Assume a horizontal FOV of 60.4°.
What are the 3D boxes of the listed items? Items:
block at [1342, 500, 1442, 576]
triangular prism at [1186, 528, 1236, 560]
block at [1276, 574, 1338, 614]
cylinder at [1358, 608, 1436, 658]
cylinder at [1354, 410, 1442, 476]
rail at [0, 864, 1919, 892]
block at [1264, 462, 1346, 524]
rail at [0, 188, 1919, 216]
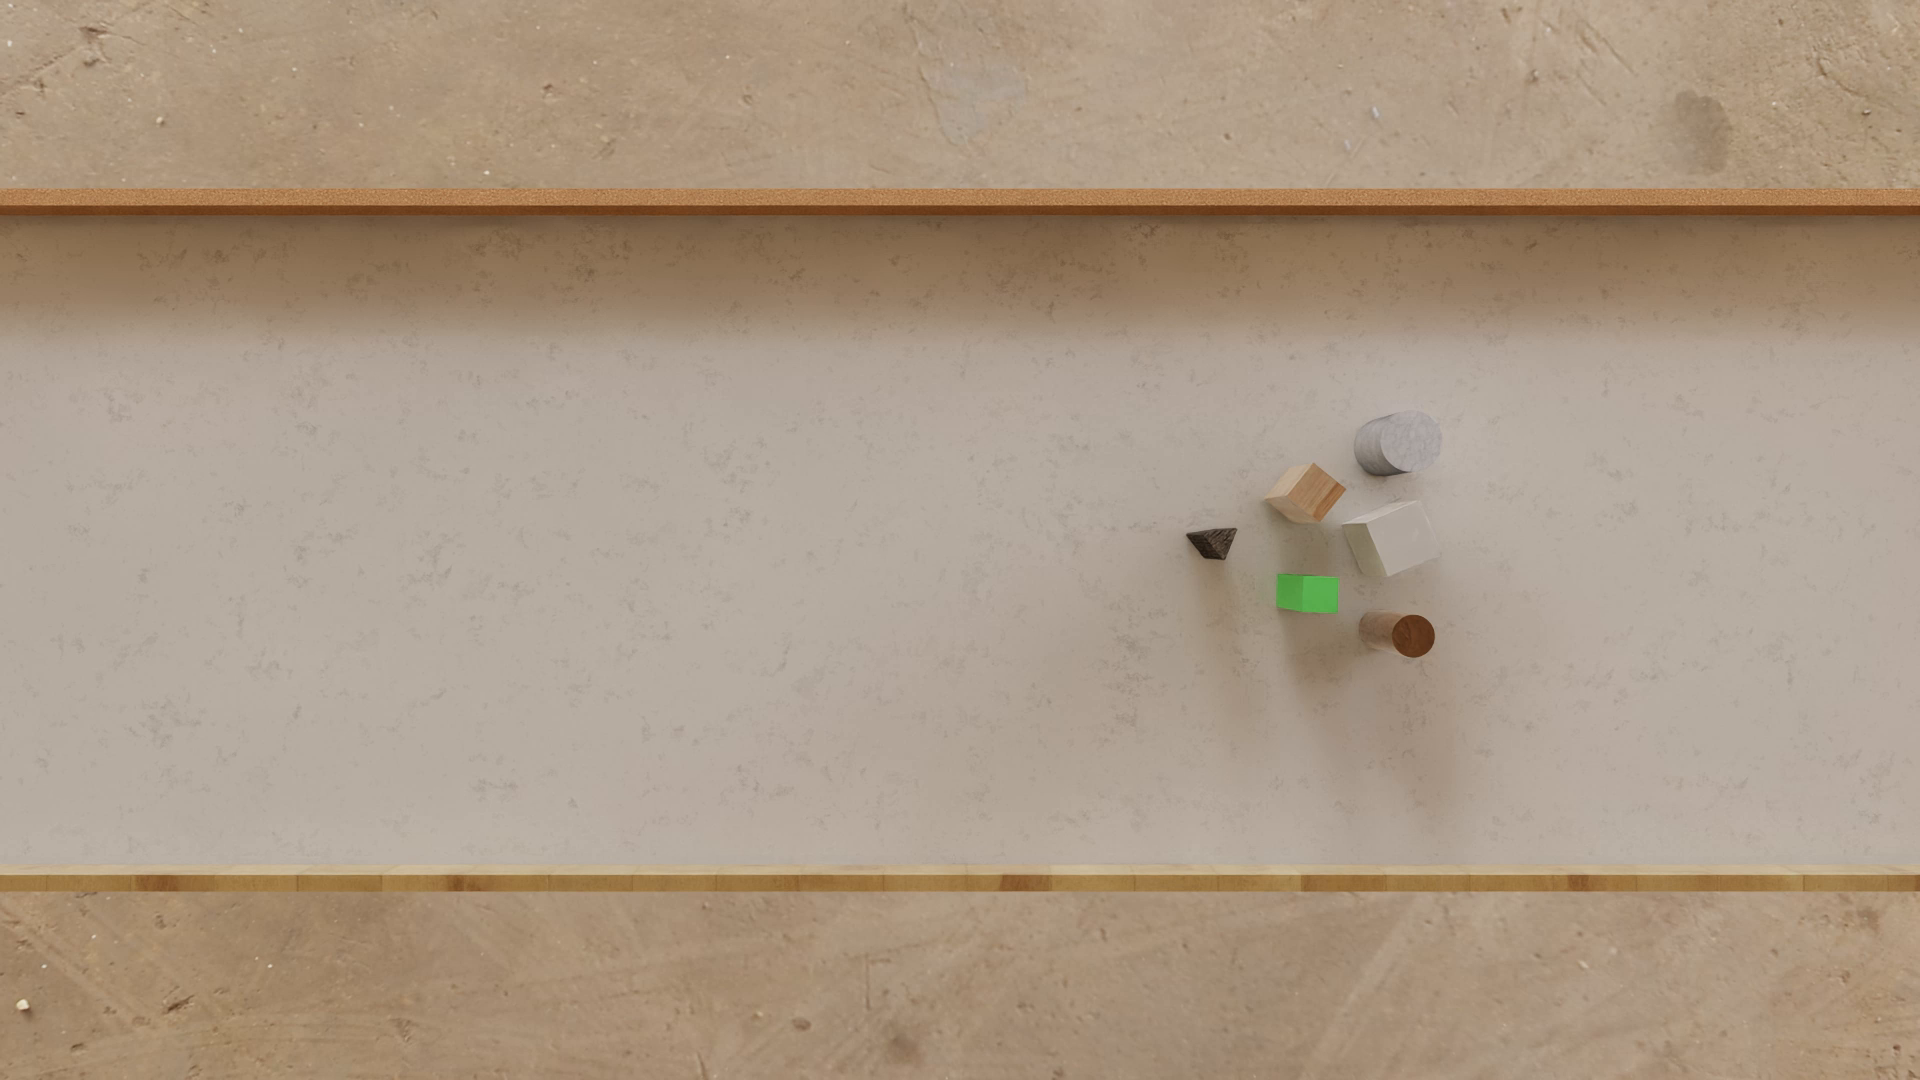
[{"bbox_3d":[1.284,-0.004,4.925,0.169,0.303,0.169,-23,90,0],"label":"block"},{"bbox_3d":[0.758,-0.007,4.894,0.084,0.366,0.096,-38,90,0],"label":"triangular prism"},{"bbox_3d":[1.026,0.156,4.885,0.101,0.383,0.101,2,90,0],"label":"block"},{"bbox_3d":[1.288,0.273,4.880,0.123,0.393,0.123,0,90,0],"label":"cylinder"},{"bbox_3d":[1.302,-0.285,4.915,0.180,0.323,0.180,0,90,0],"label":"cylinder"},{"bbox_3d":[-2.247,1.025,5.001,12.000,0.150,0.050,0,90,0],"label":"rail"},{"bbox_3d":[1.021,-0.136,4.898,0.122,0.357,0.122,39,90,0],"label":"block"},{"bbox_3d":[-2.247,-1.025,5.002,12.000,0.150,0.050,0,90,0],"label":"rail"}]
